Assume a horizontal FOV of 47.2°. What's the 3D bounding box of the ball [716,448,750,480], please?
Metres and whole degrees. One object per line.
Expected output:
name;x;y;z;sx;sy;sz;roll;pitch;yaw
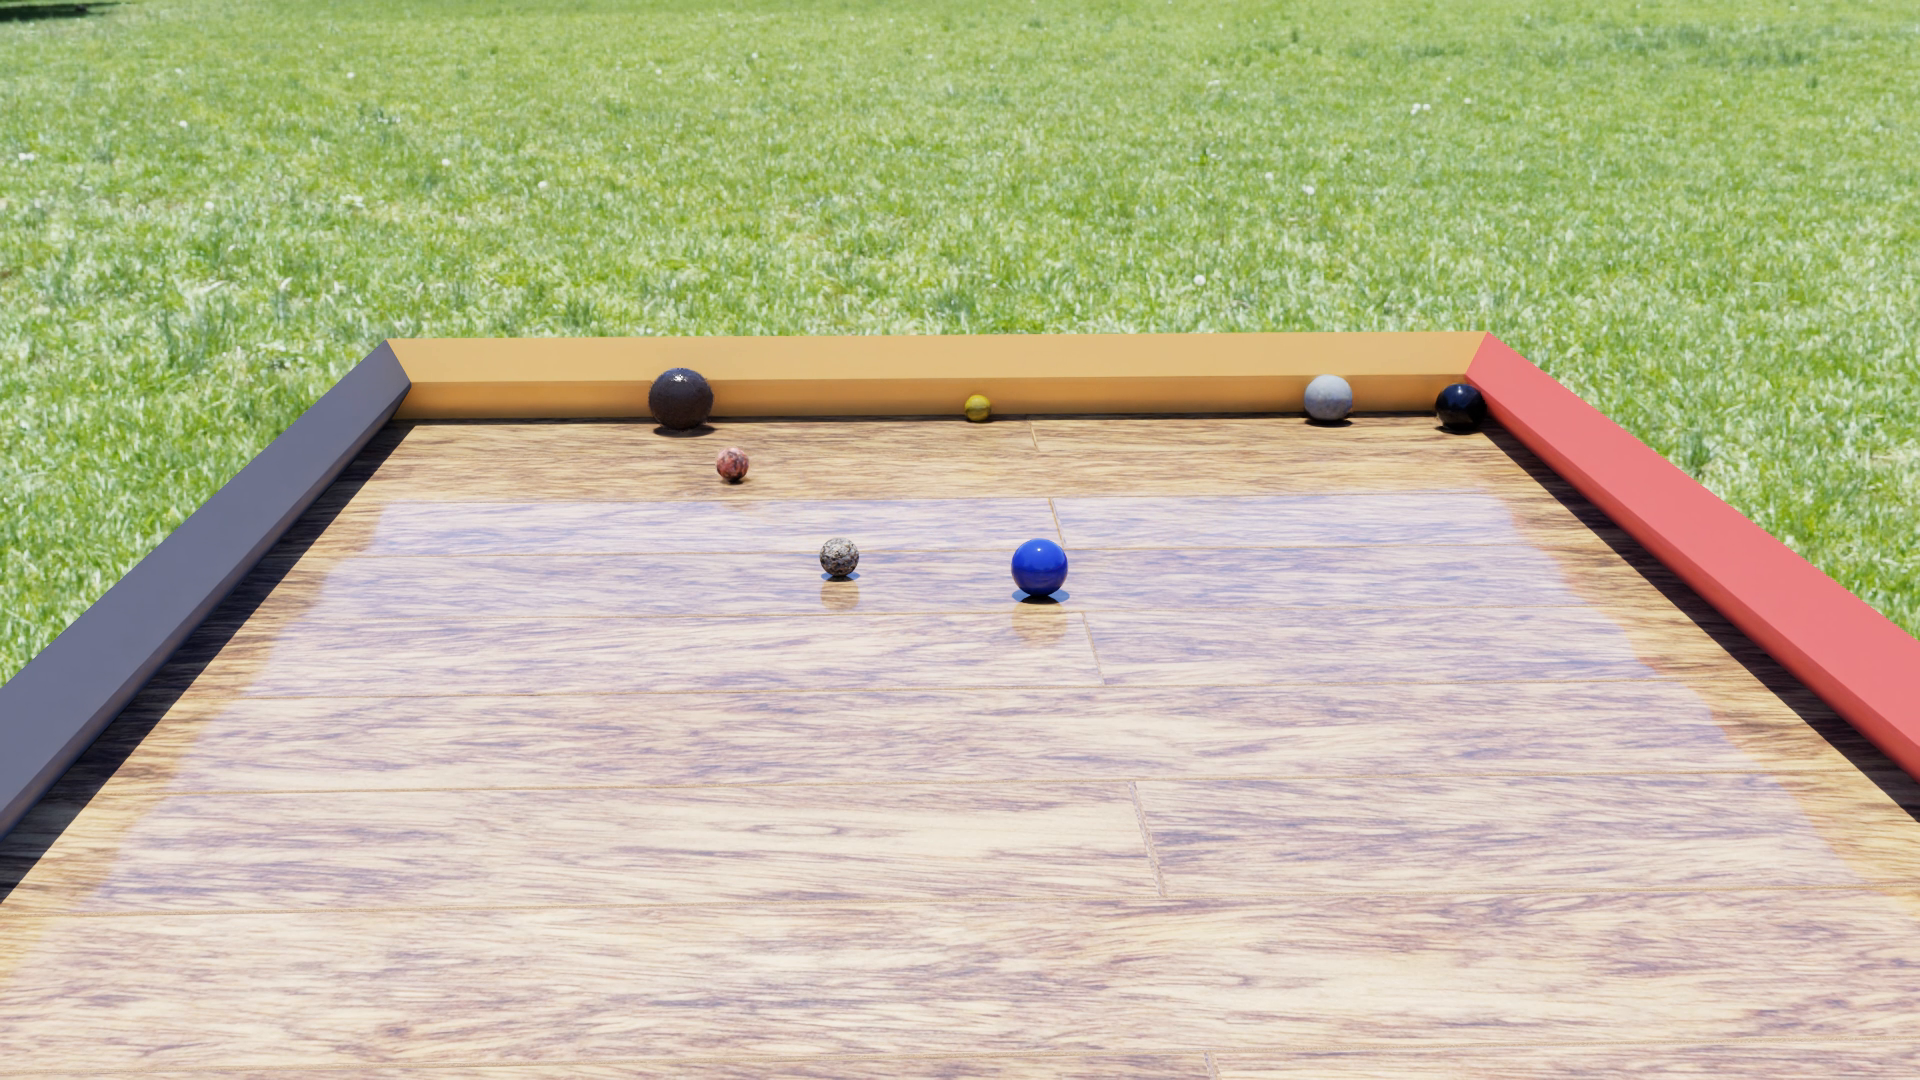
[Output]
ball;-0.319;-0.107;3.086;0.047;0.047;0.047;0;16;0

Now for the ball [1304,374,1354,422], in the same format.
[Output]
ball;0.574;-0.220;3.420;0.075;0.075;0.075;0;16;0

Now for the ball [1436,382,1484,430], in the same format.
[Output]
ball;0.766;-0.205;3.372;0.074;0.074;0.074;0;16;0

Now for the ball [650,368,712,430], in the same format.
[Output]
ball;-0.427;-0.216;3.366;0.097;0.097;0.097;0;16;0

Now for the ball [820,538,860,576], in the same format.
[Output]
ball;-0.146;0.020;2.652;0.048;0.048;0.048;0;16;0

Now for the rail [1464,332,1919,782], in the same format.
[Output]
rail;0.871;0.190;1.935;0.045;0.126;3.252;-1;16;-2

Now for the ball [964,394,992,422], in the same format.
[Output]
ball;0.028;-0.206;3.431;0.042;0.042;0.042;0;16;0

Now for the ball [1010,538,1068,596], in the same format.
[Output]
ball;0.093;0.032;2.576;0.068;0.068;0.068;0;16;0

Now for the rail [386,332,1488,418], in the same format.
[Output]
rail;-0.028;-0.254;3.442;1.731;0.126;0.045;-1;16;-2

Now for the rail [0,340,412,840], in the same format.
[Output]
rail;-0.812;0.207;1.877;0.045;0.126;3.252;-1;16;-2
